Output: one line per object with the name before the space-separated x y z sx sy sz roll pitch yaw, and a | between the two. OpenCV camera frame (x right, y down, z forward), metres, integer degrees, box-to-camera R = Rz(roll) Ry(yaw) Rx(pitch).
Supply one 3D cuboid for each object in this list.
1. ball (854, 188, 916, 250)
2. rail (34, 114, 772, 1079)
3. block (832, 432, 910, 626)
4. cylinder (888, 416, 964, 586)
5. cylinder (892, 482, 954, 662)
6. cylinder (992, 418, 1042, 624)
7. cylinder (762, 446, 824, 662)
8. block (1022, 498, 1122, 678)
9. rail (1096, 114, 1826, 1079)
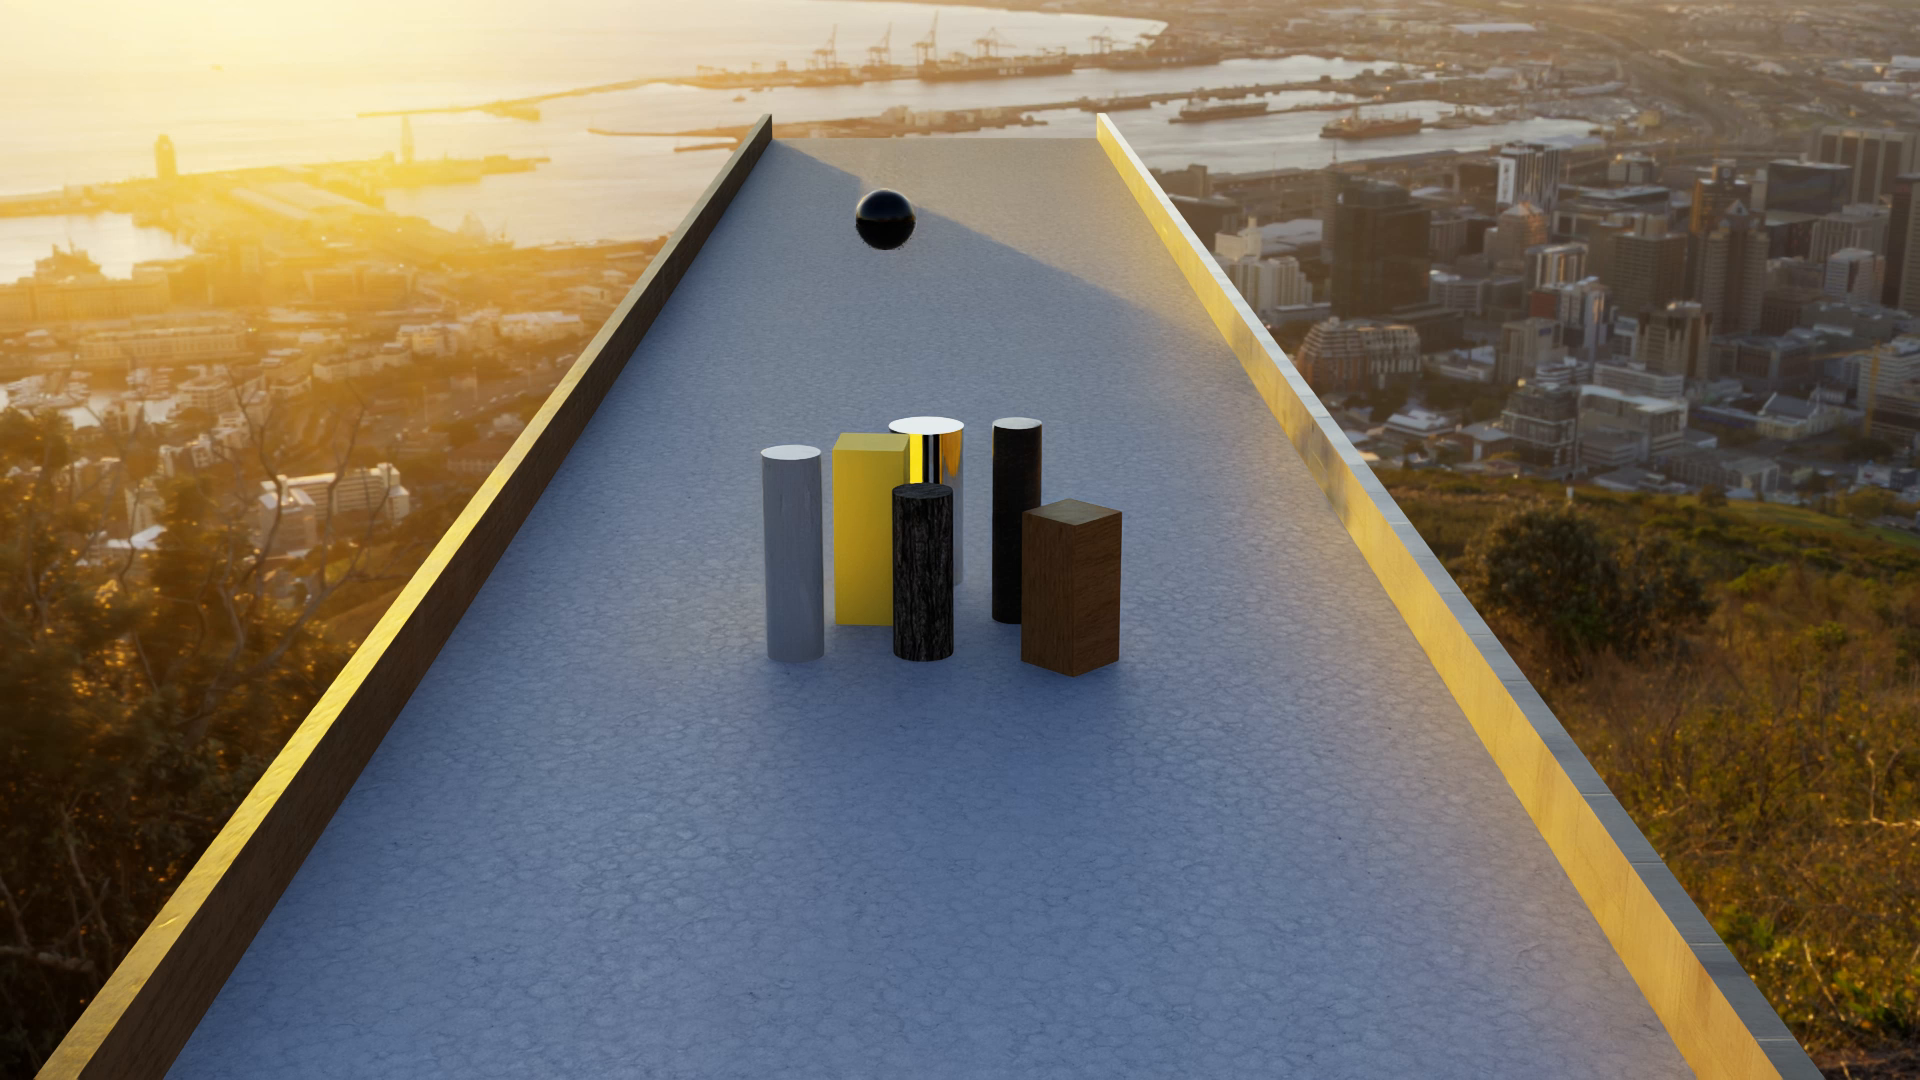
ball | -0.318 -1.365 9.362 0.259 0.259 0.259 0 17 0
rail | -1.118 -0.838 7.780 0.050 0.150 12.000 0 17 -1
block | -0.184 -0.023 4.640 0.146 0.379 0.146 1 17 4
cylinder | -0.074 -0.082 4.880 0.165 0.354 0.165 0 17 0
cylinder | -0.074 0.064 4.417 0.122 0.339 0.122 0 17 0
cylinder | 0.119 -0.040 4.619 0.103 0.423 0.103 0 17 0
cylinder | -0.333 0.028 4.396 0.118 0.420 0.118 0 17 0
block | 0.221 0.093 4.369 0.139 0.311 0.139 15 23 42
rail | 0.932 -0.844 7.801 0.050 0.150 12.000 0 17 -1
